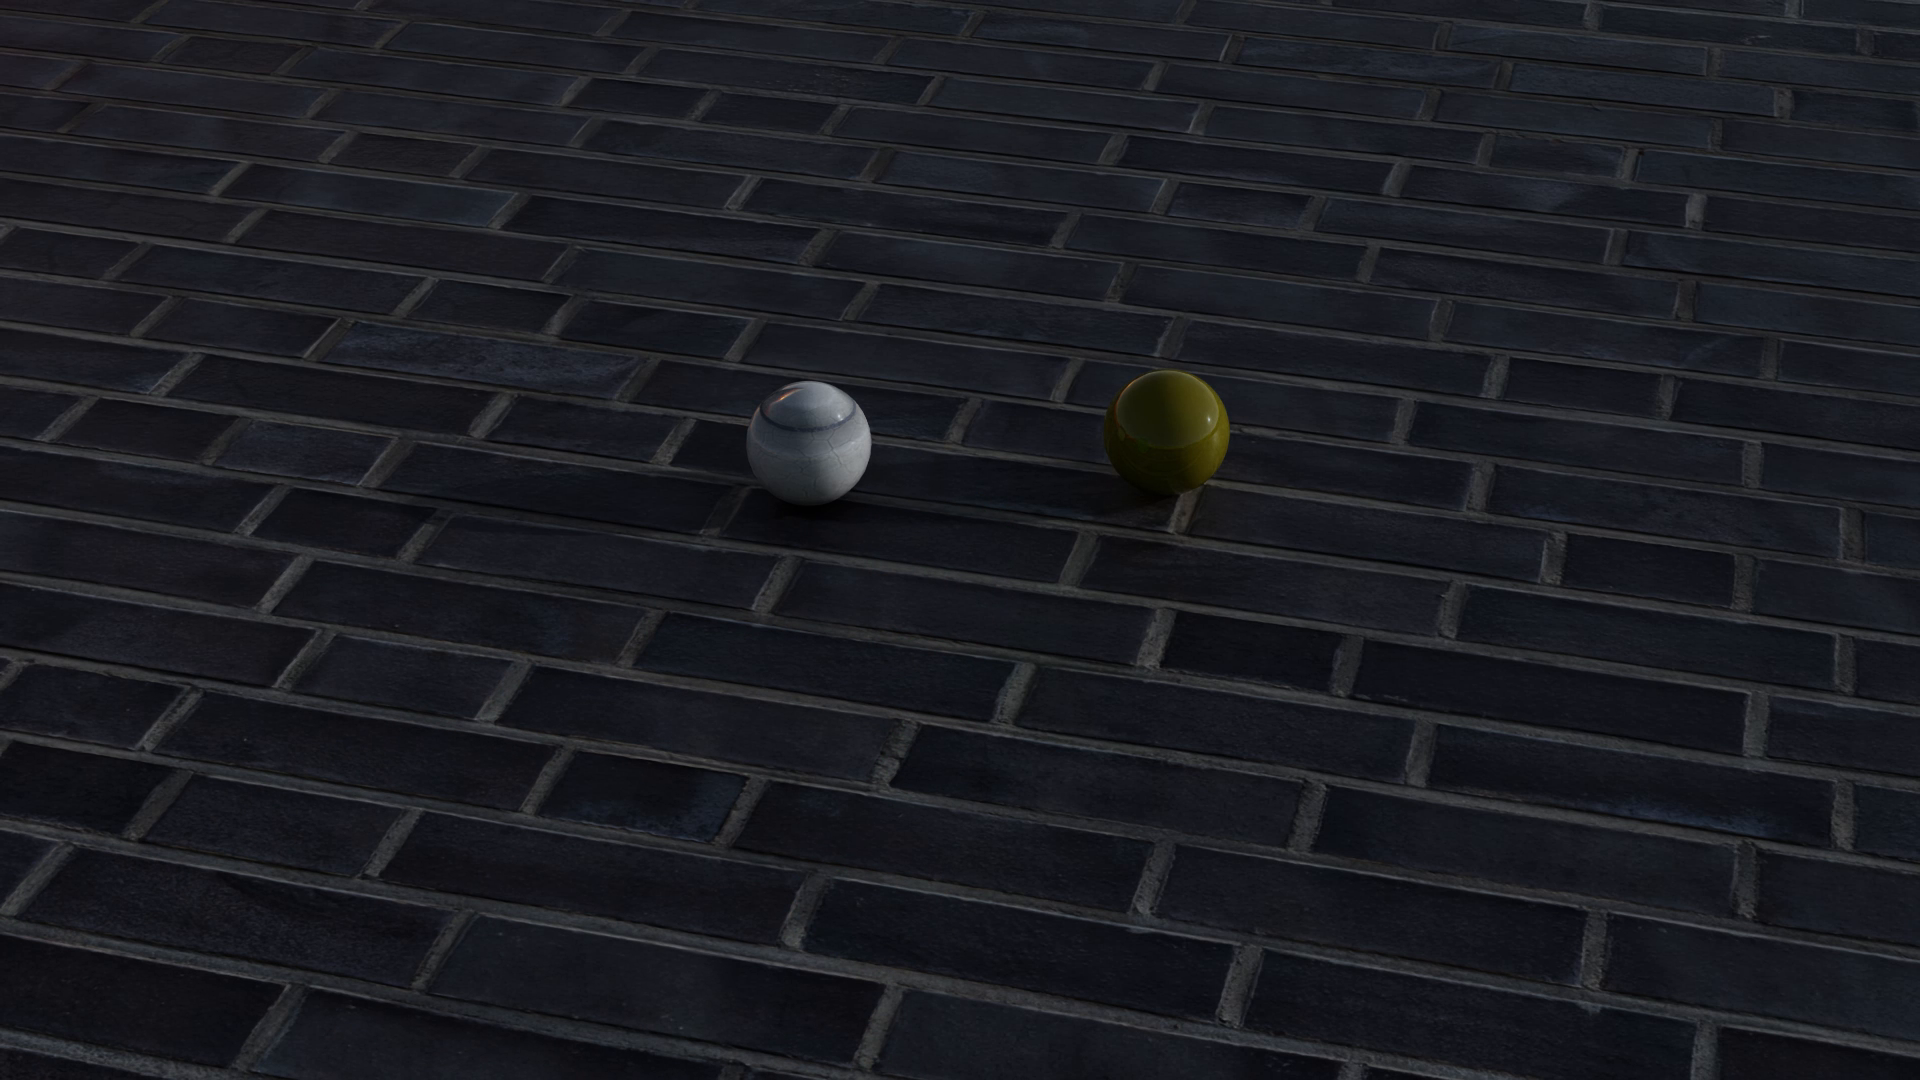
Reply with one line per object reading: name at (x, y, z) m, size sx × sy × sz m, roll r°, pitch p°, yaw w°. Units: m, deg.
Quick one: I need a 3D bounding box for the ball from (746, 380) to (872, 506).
ball at (-0.084, -0.054, 1.640) m, size 0.070 × 0.070 × 0.070 m, roll 0°, pitch 32°, yaw 0°

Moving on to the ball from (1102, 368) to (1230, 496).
ball at (0.116, -0.061, 1.650) m, size 0.071 × 0.071 × 0.071 m, roll 0°, pitch 32°, yaw 0°
